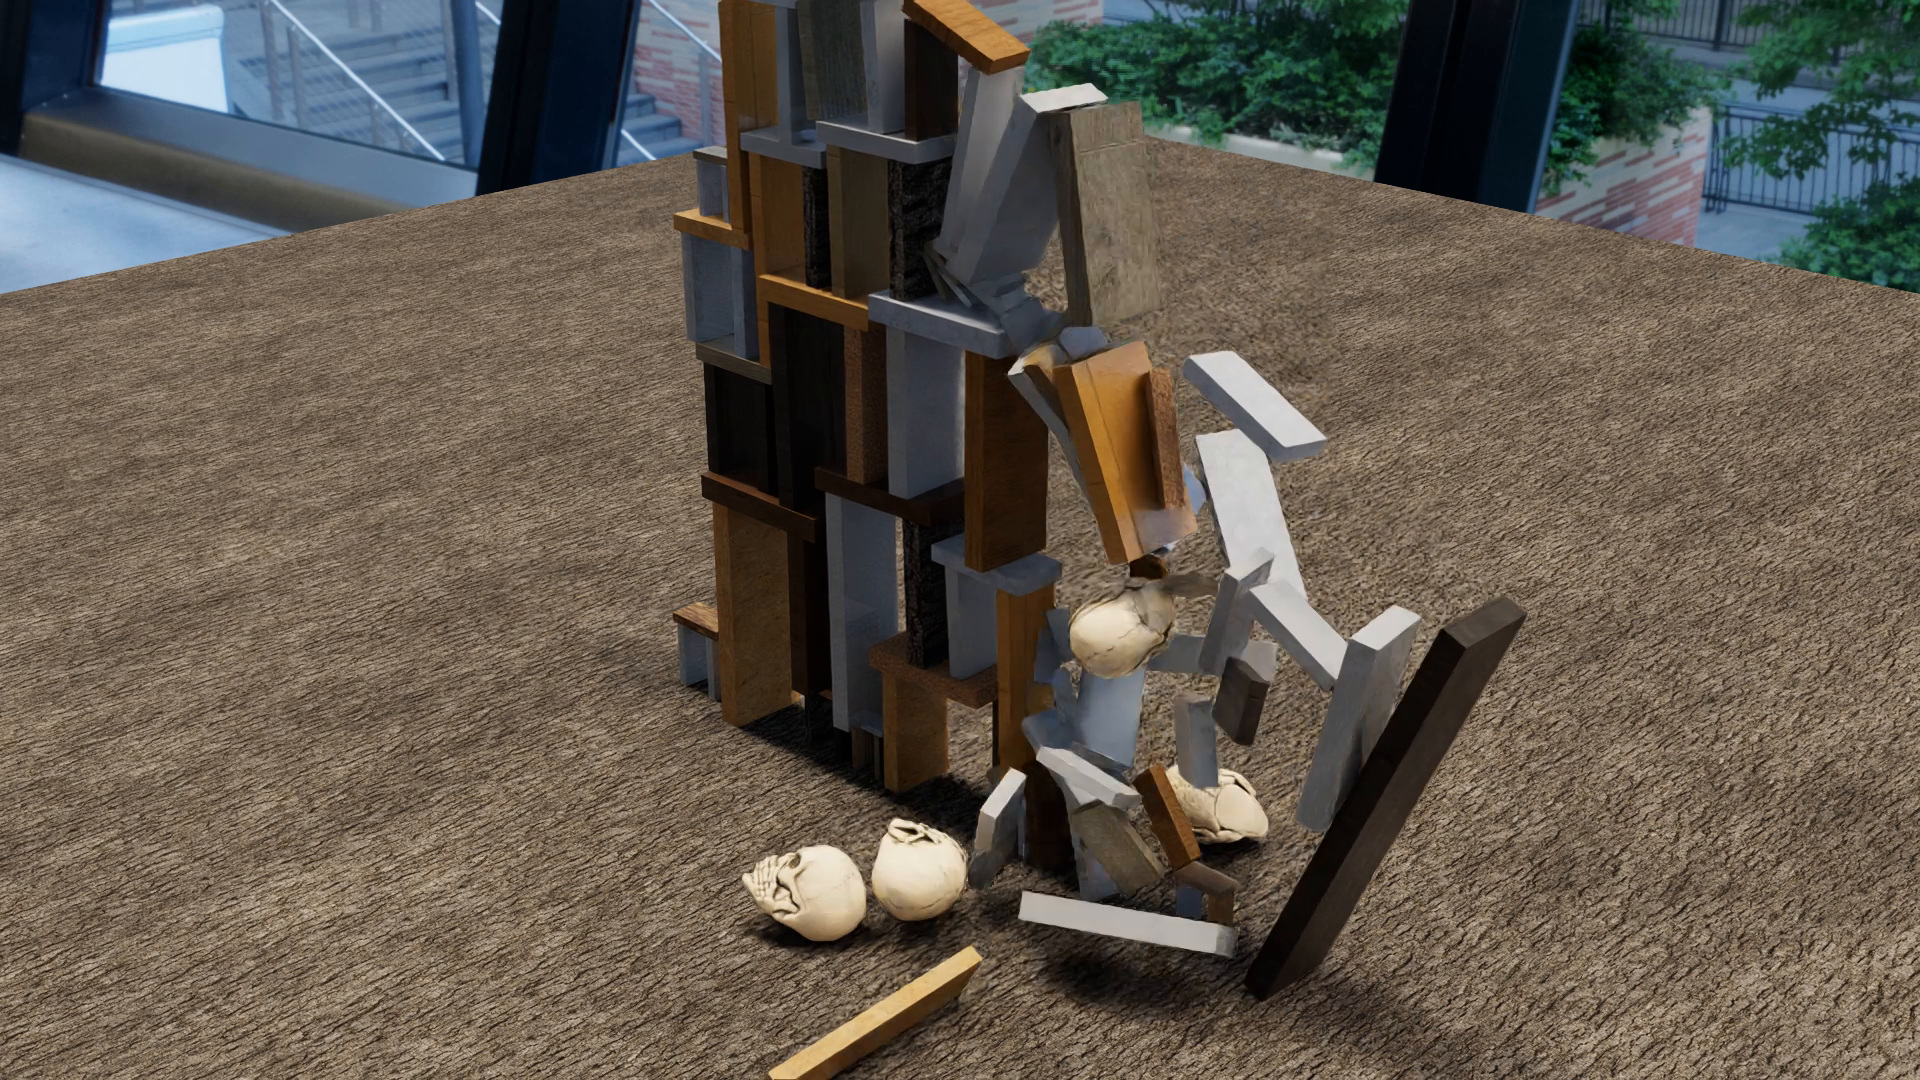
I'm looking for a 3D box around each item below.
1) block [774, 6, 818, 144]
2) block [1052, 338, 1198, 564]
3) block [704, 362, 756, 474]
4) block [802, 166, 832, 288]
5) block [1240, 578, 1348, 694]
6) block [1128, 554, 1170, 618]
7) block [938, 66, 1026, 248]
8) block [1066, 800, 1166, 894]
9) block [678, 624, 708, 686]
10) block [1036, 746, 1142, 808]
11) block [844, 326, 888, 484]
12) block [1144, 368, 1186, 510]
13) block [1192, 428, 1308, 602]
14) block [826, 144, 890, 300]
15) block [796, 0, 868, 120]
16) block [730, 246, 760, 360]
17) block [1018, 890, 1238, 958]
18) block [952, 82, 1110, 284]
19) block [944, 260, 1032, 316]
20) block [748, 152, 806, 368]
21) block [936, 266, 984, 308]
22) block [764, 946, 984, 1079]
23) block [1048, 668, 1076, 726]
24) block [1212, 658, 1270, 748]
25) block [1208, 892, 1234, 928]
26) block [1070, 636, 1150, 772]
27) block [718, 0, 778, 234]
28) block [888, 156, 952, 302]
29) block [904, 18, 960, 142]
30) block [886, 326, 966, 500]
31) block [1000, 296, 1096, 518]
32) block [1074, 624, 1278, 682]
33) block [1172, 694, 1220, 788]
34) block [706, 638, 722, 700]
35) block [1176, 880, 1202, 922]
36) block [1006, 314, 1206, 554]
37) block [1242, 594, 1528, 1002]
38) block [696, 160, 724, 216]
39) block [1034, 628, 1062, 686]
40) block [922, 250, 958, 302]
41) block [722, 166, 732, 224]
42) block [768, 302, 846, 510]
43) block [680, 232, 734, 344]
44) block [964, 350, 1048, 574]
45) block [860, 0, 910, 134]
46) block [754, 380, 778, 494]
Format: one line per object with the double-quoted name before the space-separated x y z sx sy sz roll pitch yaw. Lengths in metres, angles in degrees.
"block" -0.286 -0.889 4.167 0.128 0.257 0.036 -21 31 -40
"block" 0.293 -0.157 3.867 0.179 0.358 0.051 -23 11 -36
"block" -0.477 -0.270 4.630 0.034 0.242 0.121 21 31 41
"block" -0.245 -0.613 4.234 0.034 0.237 0.118 20 30 40
"block" 0.569 0.157 3.630 0.106 0.030 0.212 -14 55 -48
"block" 0.352 0.079 4.082 0.071 0.141 0.020 24 57 28
"block" 0.039 -0.682 3.903 0.106 0.327 0.030 -15 38 -38
"block" 0.278 0.543 3.916 0.089 0.178 0.025 -28 15 33
"block" -0.600 0.248 4.981 0.022 0.152 0.076 21 31 41
"block" 0.227 0.419 3.876 0.178 0.025 0.089 29 9 36
"block" -0.151 -0.281 4.273 0.045 0.315 0.158 19 29 38
"block" 0.354 -0.173 3.810 0.034 0.239 0.120 -7 1 0
"block" 0.519 -0.034 3.953 0.120 0.343 0.034 -10 -19 -10
"block" -0.187 -0.614 4.165 0.037 0.291 0.132 20 30 41
"block" -0.236 -0.921 4.096 0.129 0.257 0.036 -21 25 -41
"block" -0.406 -0.493 4.462 0.033 0.231 0.116 21 31 40
"block" 0.295 0.672 3.849 0.349 0.049 0.175 7 -10 19
"block" 0.121 -0.623 3.856 0.179 0.364 0.051 -20 55 -41
"block" 0.056 -0.462 3.989 0.081 0.023 0.163 -19 53 -43
"block" -0.353 -0.564 4.372 0.034 0.432 0.118 19 30 41
"block" 0.006 -0.469 4.036 0.051 0.014 0.102 -20 63 -43
"block" -0.154 0.822 3.673 0.484 0.117 0.033 -24 62 -43
"block" 0.196 0.293 4.111 0.014 0.101 0.050 -11 5 32
"block" 0.463 0.266 3.642 0.030 0.106 0.212 14 6 -5
"block" 0.474 0.686 4.004 0.016 0.110 0.055 21 31 41
"block" 0.275 0.302 4.049 0.117 0.234 0.033 8 0 9
"block" -0.401 -0.841 4.316 0.036 0.458 0.128 18 29 40
"block" -0.073 -0.583 4.058 0.037 0.264 0.132 20 30 39
"block" -0.050 -0.828 3.930 0.106 0.212 0.030 -21 31 -40
"block" -0.063 -0.264 4.202 0.048 0.339 0.170 19 29 38
"block" 0.205 -0.209 3.958 0.081 0.473 0.023 -37 19 -33
"block" 0.401 0.209 4.090 0.374 0.071 0.020 5 7 -1
"block" 0.429 0.363 4.015 0.043 0.151 0.302 -4 -1 0
"block" -0.528 0.276 4.915 0.022 0.152 0.076 21 31 41
"block" 0.422 0.666 4.051 0.016 0.110 0.055 21 31 41
"block" 0.271 -0.187 3.965 0.043 0.460 0.151 -5 42 53
"block" 0.693 0.447 3.658 0.175 0.866 0.049 -22 54 -41
"block" -0.504 -0.720 4.468 0.058 0.116 0.016 -21 30 -40
"block" 0.167 0.221 4.146 0.050 0.101 0.014 12 -11 -32
"block" -0.030 -0.492 4.061 0.051 0.102 0.014 -21 -3 -43
"block" -0.449 -0.698 4.417 0.058 0.116 0.016 -20 30 -39
"block" -0.300 -0.285 4.427 0.045 0.427 0.158 20 30 41
"block" -0.517 -0.536 4.562 0.033 0.231 0.116 20 30 41
"block" 0.087 -0.163 4.069 0.170 0.424 0.048 -21 31 -40
"block" -0.114 -0.876 3.982 0.129 0.257 0.036 -21 26 -41
"block" -0.363 -0.226 4.525 0.034 0.242 0.121 21 31 41
